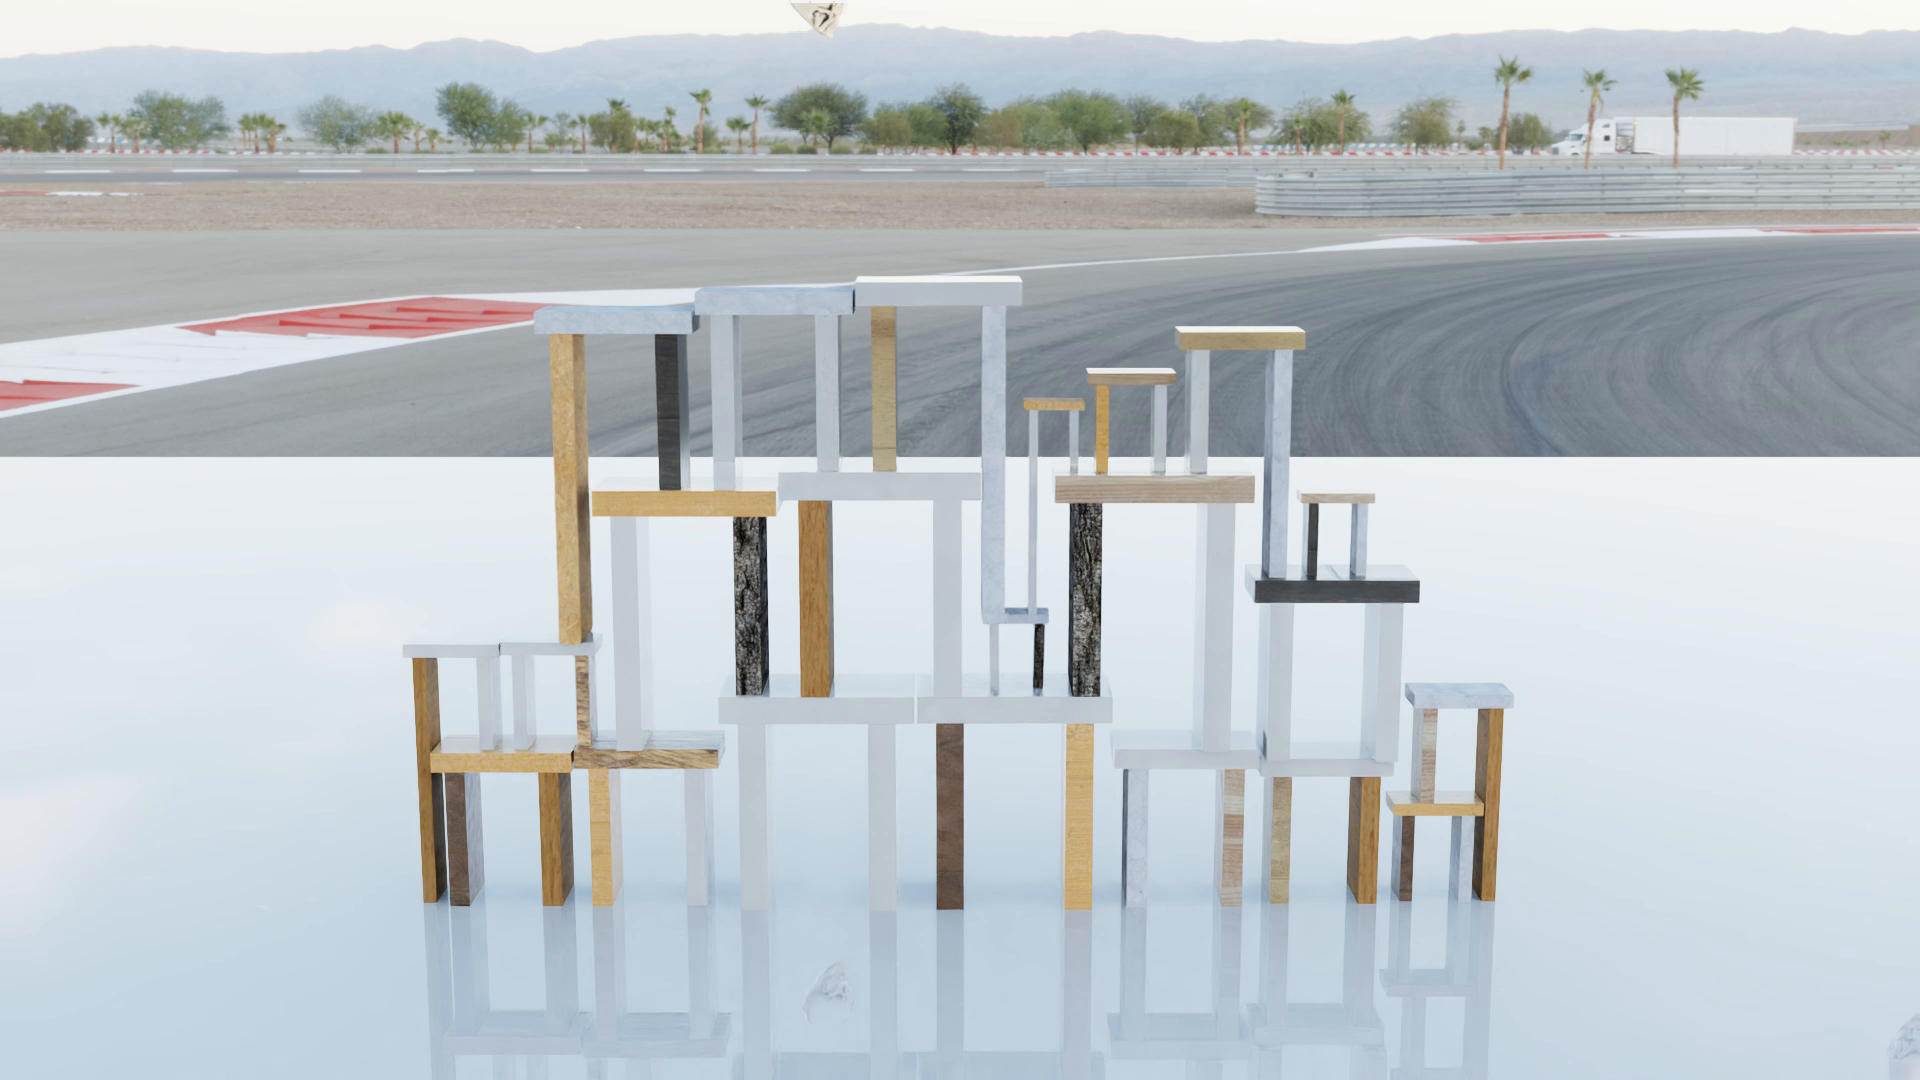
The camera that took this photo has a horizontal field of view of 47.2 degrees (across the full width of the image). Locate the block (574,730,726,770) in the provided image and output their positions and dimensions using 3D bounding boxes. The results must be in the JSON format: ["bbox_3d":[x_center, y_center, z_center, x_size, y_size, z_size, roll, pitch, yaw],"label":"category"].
[{"bbox_3d":[-0.509,0.345,3.622,0.233,0.033,0.117,0,11,0],"label":"block"}]

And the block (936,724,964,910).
[{"bbox_3d":[-0.016,0.435,3.642,0.044,0.314,0.157,0,11,0],"label":"block"}]

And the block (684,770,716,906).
[{"bbox_3d":[-0.431,0.476,3.647,0.033,0.233,0.117,0,11,0],"label":"block"}]

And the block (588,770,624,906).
[{"bbox_3d":[-0.587,0.476,3.647,0.033,0.233,0.117,0,11,0],"label":"block"}]

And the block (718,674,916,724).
[{"bbox_3d":[-0.230,0.260,3.605,0.314,0.044,0.157,0,11,0],"label":"block"}]

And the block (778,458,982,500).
[{"bbox_3d":[-0.126,-0.099,3.540,0.320,0.045,0.160,0,11,0],"label":"block"}]

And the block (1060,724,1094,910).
[{"bbox_3d":[0.193,0.435,3.642,0.044,0.314,0.157,0,11,0],"label":"block"}]

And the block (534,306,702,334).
[{"bbox_3d":[-0.543,-0.351,3.500,0.247,0.035,0.123,0,11,0],"label":"block"}]

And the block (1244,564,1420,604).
[{"bbox_3d":[0.601,0.071,3.568,0.263,0.037,0.131,0,11,0],"label":"block"}]

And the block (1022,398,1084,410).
[{"bbox_3d":[0.150,-0.218,3.518,0.096,0.014,0.048,0,11,0],"label":"block"}]

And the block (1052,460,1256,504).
[{"bbox_3d":[0.308,-0.094,3.543,0.315,0.045,0.158,0,11,0],"label":"block"}]

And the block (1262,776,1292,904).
[{"bbox_3d":[0.526,0.482,3.654,0.031,0.217,0.108,0,11,0],"label":"block"}]

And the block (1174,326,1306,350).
[{"bbox_3d":[0.444,-0.321,3.497,0.195,0.028,0.098,0,11,-1],"label":"block"}]

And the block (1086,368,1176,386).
[{"bbox_3d":[0.272,-0.260,3.508,0.138,0.020,0.069,0,11,0],"label":"block"}]

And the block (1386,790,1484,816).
[{"bbox_3d":[0.785,0.436,3.641,0.147,0.021,0.073,0,11,0],"label":"block"}]

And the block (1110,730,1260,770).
[{"bbox_3d":[0.368,0.344,3.619,0.234,0.033,0.117,0,11,0],"label":"block"}]

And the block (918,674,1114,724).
[{"bbox_3d":[0.089,0.259,3.609,0.314,0.044,0.157,0,11,0],"label":"block"}]

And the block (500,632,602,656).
[{"bbox_3d":[-0.665,0.169,3.586,0.152,0.022,0.076,0,10,0],"label":"block"}]

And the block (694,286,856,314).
[{"bbox_3d":[-0.291,-0.380,3.487,0.246,0.035,0.123,0,11,0],"label":"block"}]

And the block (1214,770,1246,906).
[{"bbox_3d":[0.446,0.476,3.644,0.033,0.234,0.117,0,10,0],"label":"block"}]

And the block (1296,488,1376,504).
[{"bbox_3d":[0.605,-0.072,3.541,0.118,0.017,0.059,0,11,1],"label":"block"}]

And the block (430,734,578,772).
[{"bbox_3d":[-0.744,0.351,3.621,0.228,0.032,0.114,0,11,0],"label":"block"}]

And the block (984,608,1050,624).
[{"bbox_3d":[0.091,0.124,3.587,0.107,0.015,0.054,0,11,0],"label":"block"}]

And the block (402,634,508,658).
[{"bbox_3d":[-0.822,0.172,3.587,0.155,0.022,0.077,0,11,0],"label":"block"}]

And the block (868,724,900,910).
[{"bbox_3d":[-0.126,0.436,3.638,0.044,0.314,0.157,0,11,0],"label":"block"}]

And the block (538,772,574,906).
[{"bbox_3d":[-0.669,0.479,3.644,0.032,0.228,0.114,0,11,0],"label":"block"}]

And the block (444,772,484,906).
[{"bbox_3d":[-0.820,0.479,3.644,0.032,0.228,0.114,0,11,0],"label":"block"}]

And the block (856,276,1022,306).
[{"bbox_3d":[-0.034,-0.395,3.484,0.260,0.037,0.130,0,11,-1],"label":"block"}]

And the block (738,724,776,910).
[{"bbox_3d":[-0.335,0.436,3.638,0.044,0.314,0.157,0,11,0],"label":"block"}]

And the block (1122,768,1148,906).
[{"bbox_3d":[0.290,0.476,3.644,0.033,0.234,0.117,0,11,0],"label":"block"}]

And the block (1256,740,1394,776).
[{"bbox_3d":[0.598,0.361,3.632,0.217,0.031,0.108,0,11,0],"label":"block"}]

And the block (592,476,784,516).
[{"bbox_3d":[-0.437,-0.071,3.552,0.292,0.041,0.146,0,11,0],"label":"block"}]

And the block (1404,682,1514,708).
[{"bbox_3d":[0.819,0.255,3.610,0.161,0.023,0.081,0,11,0],"label":"block"}]
